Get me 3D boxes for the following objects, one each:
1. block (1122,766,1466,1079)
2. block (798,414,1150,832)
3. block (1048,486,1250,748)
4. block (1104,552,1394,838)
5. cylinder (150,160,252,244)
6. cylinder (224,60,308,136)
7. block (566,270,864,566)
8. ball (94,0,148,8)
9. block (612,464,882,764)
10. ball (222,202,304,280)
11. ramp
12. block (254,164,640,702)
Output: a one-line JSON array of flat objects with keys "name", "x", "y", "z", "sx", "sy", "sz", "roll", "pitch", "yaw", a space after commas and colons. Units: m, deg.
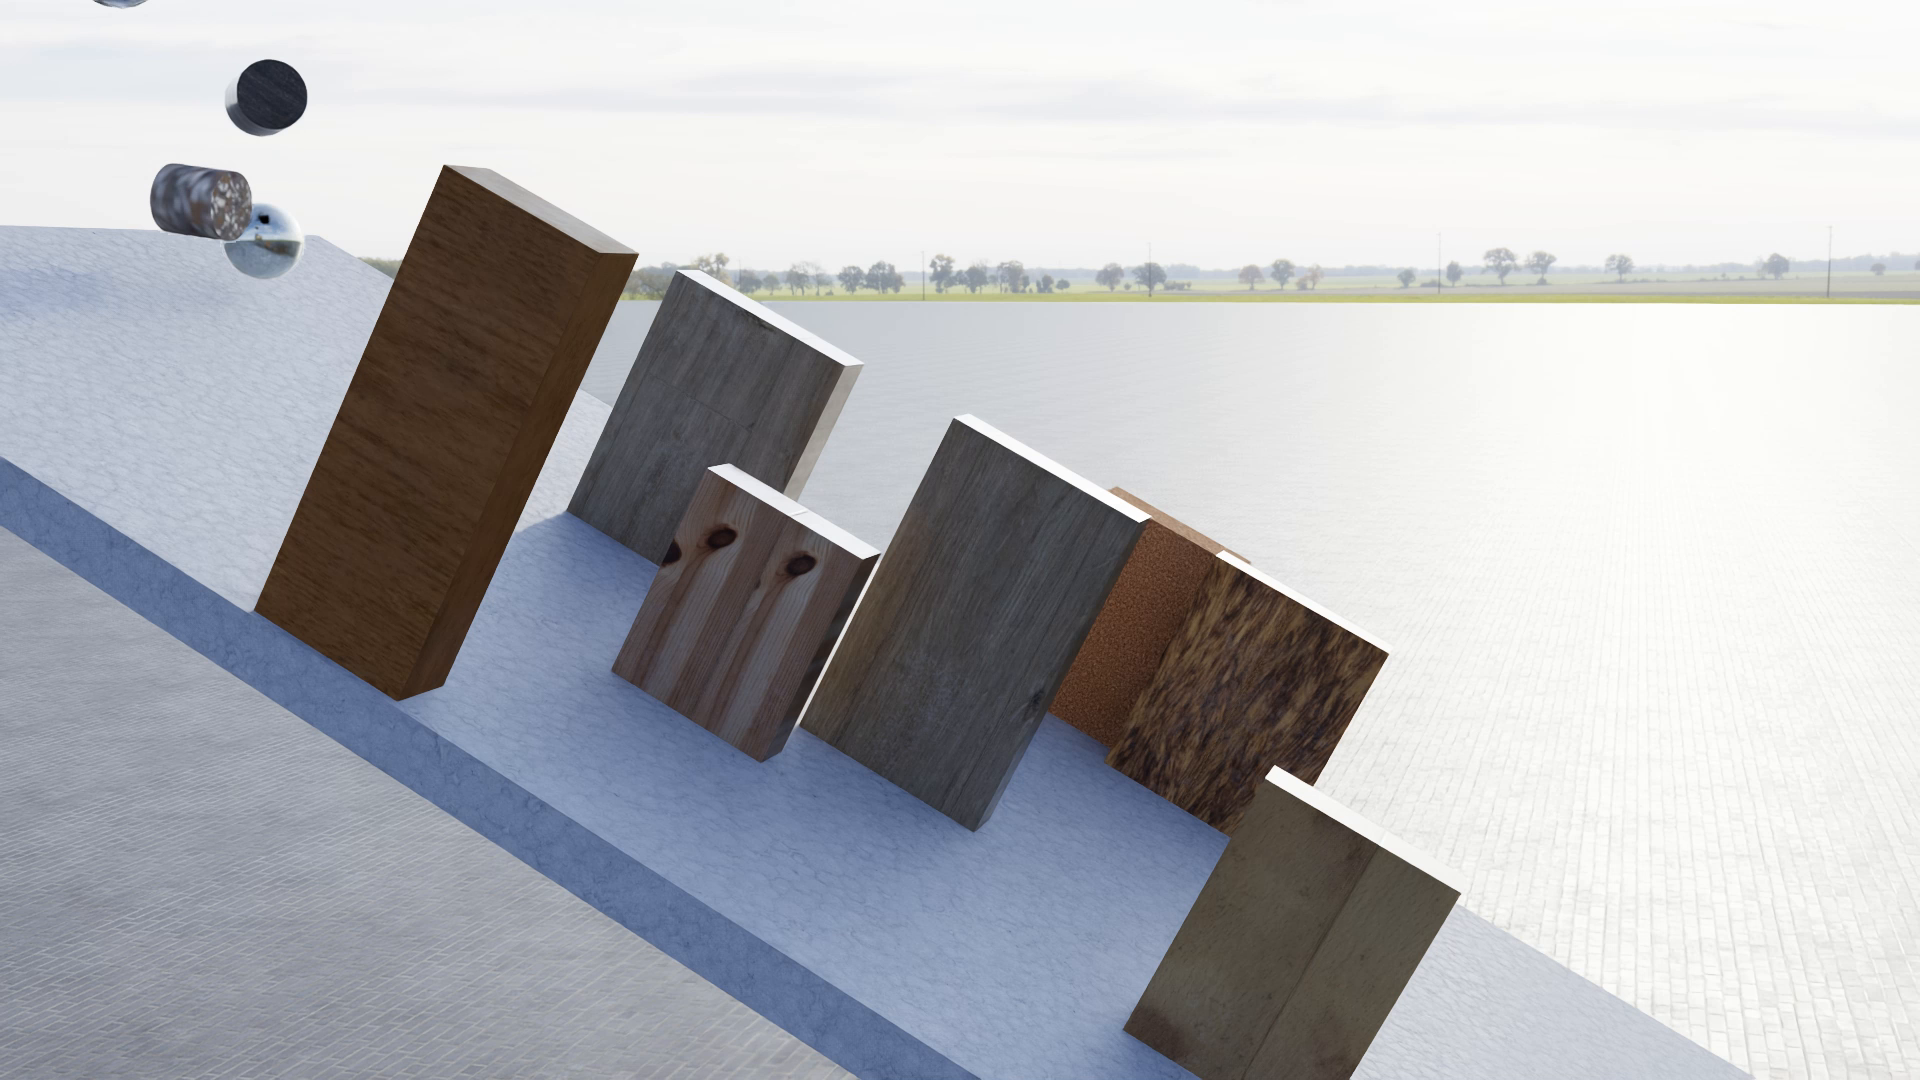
[{"name": "block", "x": 0.510, "y": 0.637, "z": 3.381, "sx": 0.331, "sy": 0.468, "sz": 0.091, "roll": 30, "pitch": 14, "yaw": 12}, {"name": "block", "x": 0.021, "y": 0.147, "z": 3.897, "sx": 0.373, "sy": 0.634, "sz": 0.095, "roll": 30, "pitch": 14, "yaw": 12}, {"name": "block", "x": 0.357, "y": 0.179, "z": 4.721, "sx": 0.332, "sy": 0.479, "sz": 0.130, "roll": 30, "pitch": 14, "yaw": 12}, {"name": "block", "x": 0.591, "y": 0.340, "z": 4.528, "sx": 0.398, "sy": 0.500, "sz": 0.083, "roll": 30, "pitch": 14, "yaw": 12}, {"name": "cylinder", "x": -1.487, "y": -0.663, "z": 4.313, "sx": 0.137, "sy": 0.137, "sz": 0.137, "roll": 15, "pitch": 9, "yaw": 9}, {"name": "cylinder", "x": -1.454, "y": -0.925, "z": 4.605, "sx": 0.144, "sy": 0.144, "sz": 0.144, "roll": -4, "pitch": 5, "yaw": -28}, {"name": "block", "x": -0.493, "y": -0.204, "z": 4.400, "sx": 0.396, "sy": 0.545, "sz": 0.112, "roll": 30, "pitch": 14, "yaw": 12}, {"name": "ball", "x": -1.556, "y": -1.070, "z": 4.059, "sx": 0.174, "sy": 0.174, "sz": 0.174, "roll": 0, "pitch": 7, "yaw": 0}, {"name": "block", "x": -0.367, "y": 0.123, "z": 3.754, "sx": 0.312, "sy": 0.401, "sz": 0.095, "roll": 30, "pitch": 14, "yaw": 12}, {"name": "ball", "x": -1.519, "y": -0.653, "z": 4.794, "sx": 0.169, "sy": 0.169, "sz": 0.169, "roll": 0, "pitch": 7, "yaw": 0}, {"name": "ramp", "x": -0.225, "y": 0.375, "z": 4.149, "sx": 4.000, "sy": 0.100, "sz": 2.000, "roll": 30, "pitch": 14, "yaw": 12}, {"name": "block", "x": -0.773, "y": -0.157, "z": 3.290, "sx": 0.275, "sy": 0.750, "sz": 0.133, "roll": 30, "pitch": 14, "yaw": 12}]
